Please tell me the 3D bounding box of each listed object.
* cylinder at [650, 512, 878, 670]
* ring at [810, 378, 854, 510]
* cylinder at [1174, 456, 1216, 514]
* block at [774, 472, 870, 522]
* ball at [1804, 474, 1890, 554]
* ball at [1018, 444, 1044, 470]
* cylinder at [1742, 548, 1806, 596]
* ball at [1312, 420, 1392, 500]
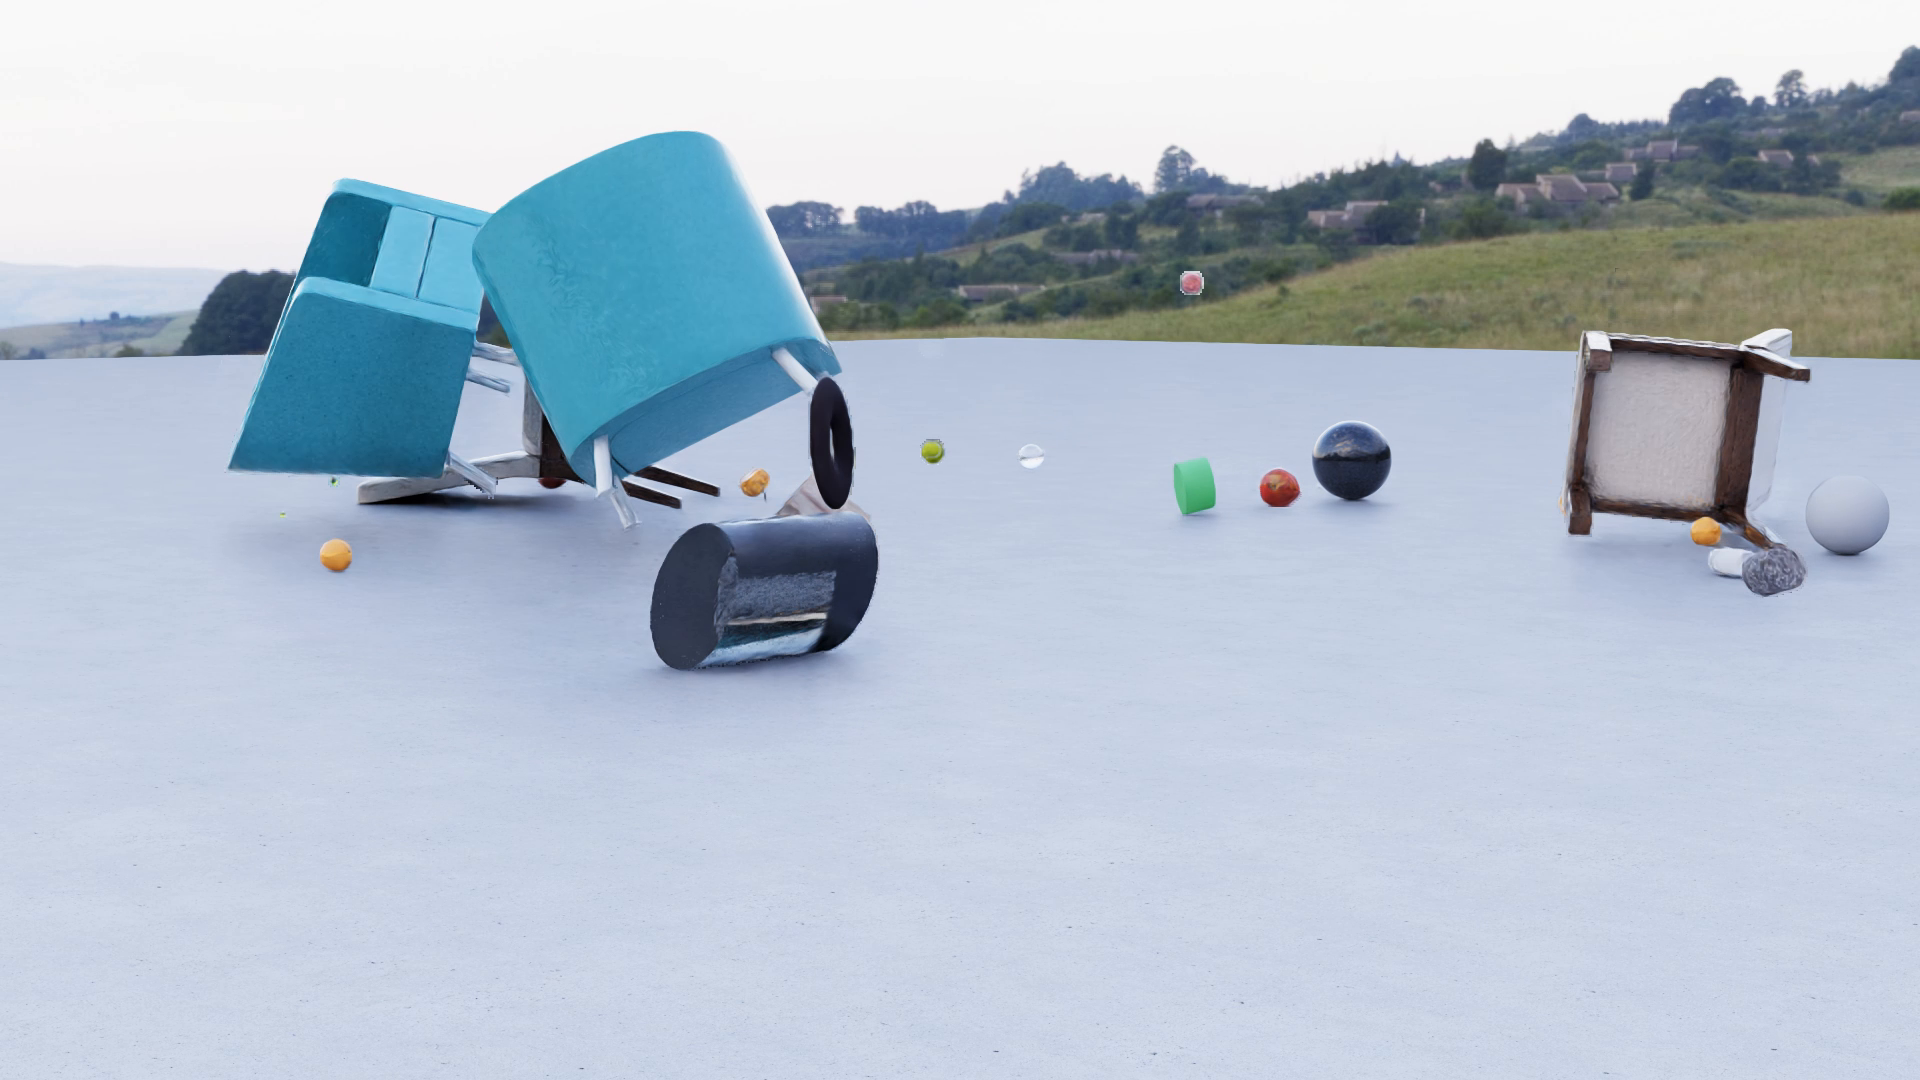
[{"bbox_3d":[-0.332,0.084,4.362,0.308,0.289,0.191,-6,48,-44],"label":"cylinder"},{"bbox_3d":[-0.273,-0.204,5.446,0.040,0.285,0.152,0,12,26],"label":"ring"},{"bbox_3d":[0.646,-0.150,7.071,0.084,0.154,0.106,-14,30,-10],"label":"cylinder"},{"bbox_3d":[-0.311,-0.038,5.651,0.116,0.162,0.119,-44,9,48],"label":"block"},{"bbox_3d":[2.102,-0.061,6.078,0.191,0.191,0.191,0,6,0],"label":"ball"},{"bbox_3d":[0.242,-0.283,8.746,0.085,0.085,0.085,0,6,0],"label":"ball"},{"bbox_3d":[1.590,0.062,5.015,0.090,0.080,0.082,27,-17,-10],"label":"cylinder"},{"bbox_3d":[1.154,-0.235,7.555,0.234,0.234,0.234,0,6,0],"label":"ball"}]
